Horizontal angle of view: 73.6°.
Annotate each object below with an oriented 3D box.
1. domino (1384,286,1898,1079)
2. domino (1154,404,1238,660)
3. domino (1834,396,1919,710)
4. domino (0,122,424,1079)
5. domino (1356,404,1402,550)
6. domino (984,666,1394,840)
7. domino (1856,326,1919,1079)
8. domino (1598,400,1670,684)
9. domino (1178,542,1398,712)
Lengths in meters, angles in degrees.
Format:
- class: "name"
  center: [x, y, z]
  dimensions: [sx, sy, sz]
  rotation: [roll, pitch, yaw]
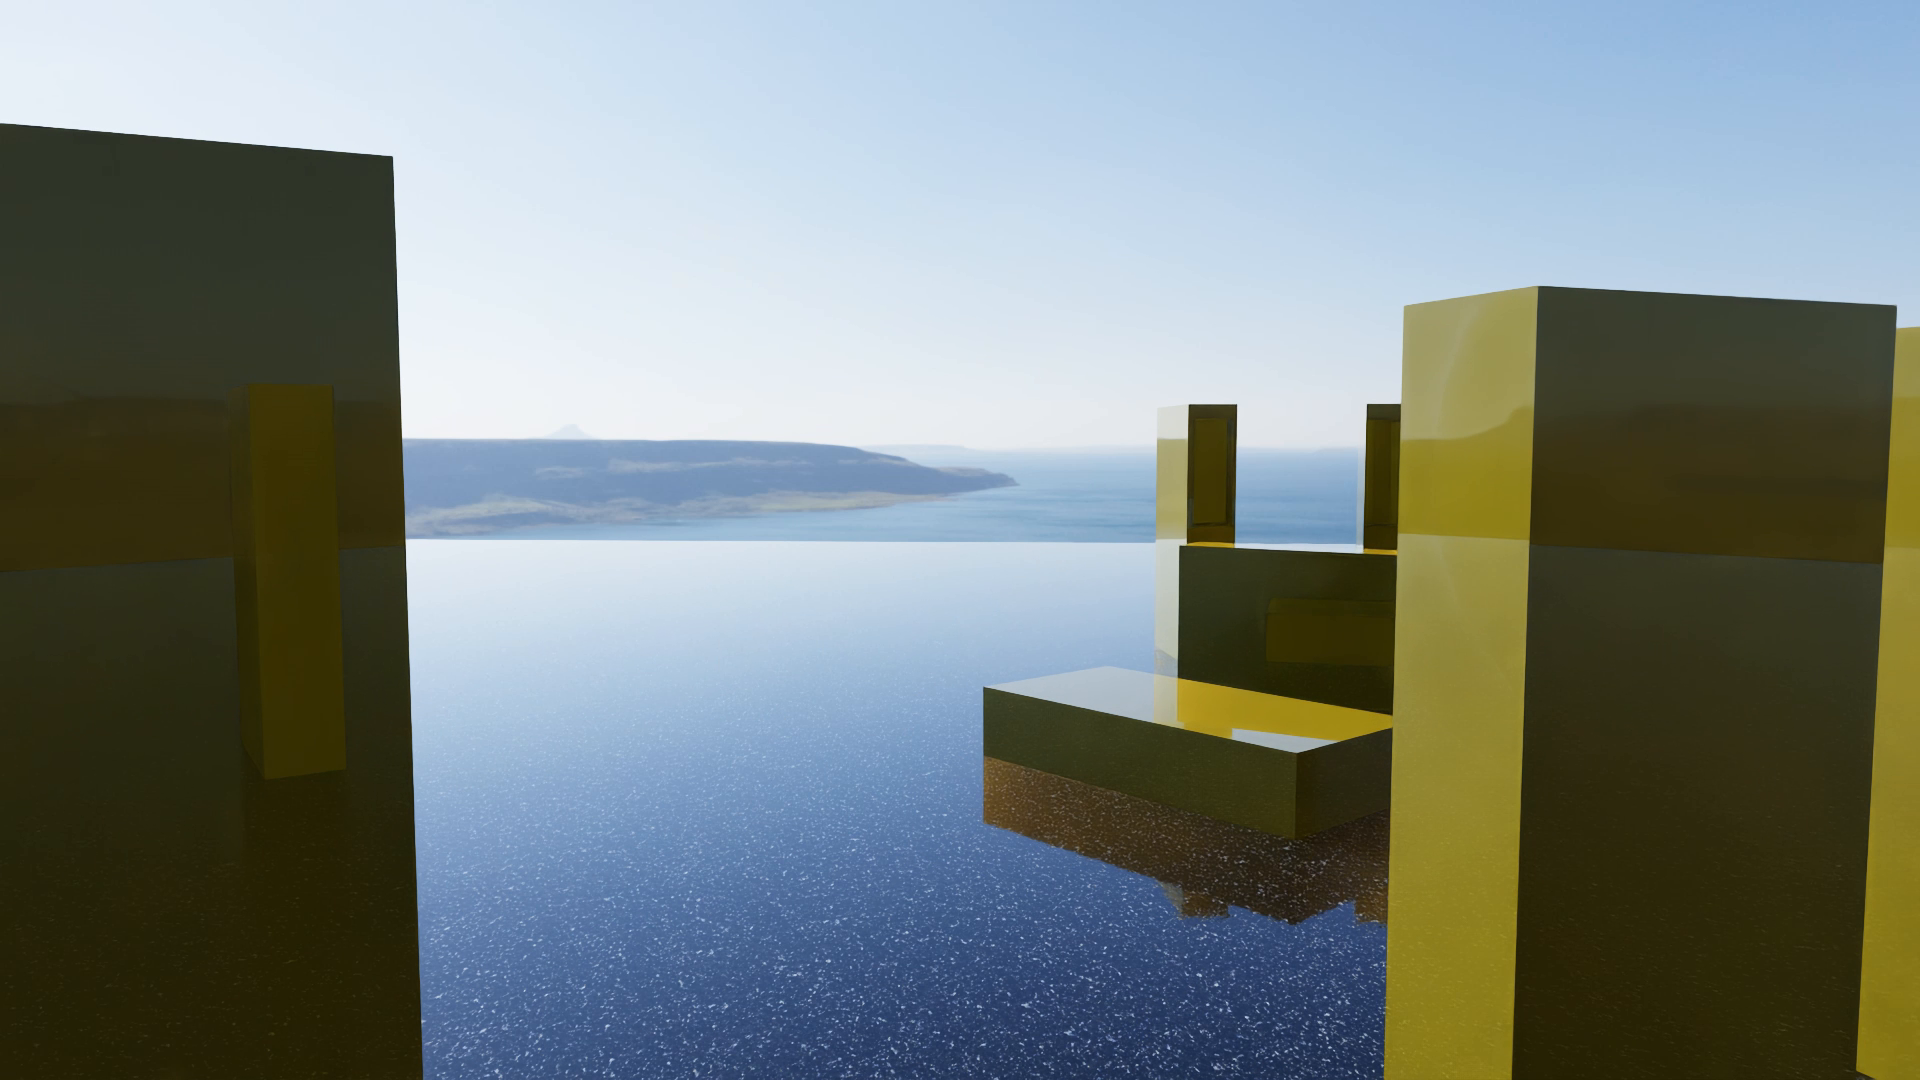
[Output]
- class: "domino"
  center: [0.038, 0.012, 0.072]
  dimensions: [0.025, 0.050, 0.010]
  rotation: [-2, 5, -20]
- class: "domino"
  center: [0.047, -0.002, 0.258]
  dimensions: [0.010, 0.050, 0.025]
  rotation: [0, 4, -5]
- class: "domino"
  center: [0.156, 0.001, 0.217]
  dimensions: [0.010, 0.050, 0.025]
  rotation: [4, 6, 42]
- class: "domino"
  center: [-0.024, 0.014, 0.045]
  dimensions: [0.010, 0.050, 0.025]
  rotation: [-2, 5, -24]
- class: "domino"
  center: [0.084, -0.001, 0.254]
  dimensions: [0.010, 0.050, 0.025]
  rotation: [1, 4, 14]
- class: "domino"
  center: [0.029, 0.026, 0.165]
  dimensions: [0.025, 0.009, 0.050]
  rotation: [-4, 6, -41]
- class: "domino"
  center: [0.067, 0.011, 0.084]
  dimensions: [0.009, 0.050, 0.025]
  rotation: [-2, 5, -22]
- class: "domino"
  center: [0.125, 0.000, 0.238]
  dimensions: [0.010, 0.050, 0.025]
  rotation: [2, 5, 28]
- class: "domino"
  center: [0.062, 0.014, 0.213]
  dimensions: [0.050, 0.025, 0.010]
  rotation: [3, 5, 32]
